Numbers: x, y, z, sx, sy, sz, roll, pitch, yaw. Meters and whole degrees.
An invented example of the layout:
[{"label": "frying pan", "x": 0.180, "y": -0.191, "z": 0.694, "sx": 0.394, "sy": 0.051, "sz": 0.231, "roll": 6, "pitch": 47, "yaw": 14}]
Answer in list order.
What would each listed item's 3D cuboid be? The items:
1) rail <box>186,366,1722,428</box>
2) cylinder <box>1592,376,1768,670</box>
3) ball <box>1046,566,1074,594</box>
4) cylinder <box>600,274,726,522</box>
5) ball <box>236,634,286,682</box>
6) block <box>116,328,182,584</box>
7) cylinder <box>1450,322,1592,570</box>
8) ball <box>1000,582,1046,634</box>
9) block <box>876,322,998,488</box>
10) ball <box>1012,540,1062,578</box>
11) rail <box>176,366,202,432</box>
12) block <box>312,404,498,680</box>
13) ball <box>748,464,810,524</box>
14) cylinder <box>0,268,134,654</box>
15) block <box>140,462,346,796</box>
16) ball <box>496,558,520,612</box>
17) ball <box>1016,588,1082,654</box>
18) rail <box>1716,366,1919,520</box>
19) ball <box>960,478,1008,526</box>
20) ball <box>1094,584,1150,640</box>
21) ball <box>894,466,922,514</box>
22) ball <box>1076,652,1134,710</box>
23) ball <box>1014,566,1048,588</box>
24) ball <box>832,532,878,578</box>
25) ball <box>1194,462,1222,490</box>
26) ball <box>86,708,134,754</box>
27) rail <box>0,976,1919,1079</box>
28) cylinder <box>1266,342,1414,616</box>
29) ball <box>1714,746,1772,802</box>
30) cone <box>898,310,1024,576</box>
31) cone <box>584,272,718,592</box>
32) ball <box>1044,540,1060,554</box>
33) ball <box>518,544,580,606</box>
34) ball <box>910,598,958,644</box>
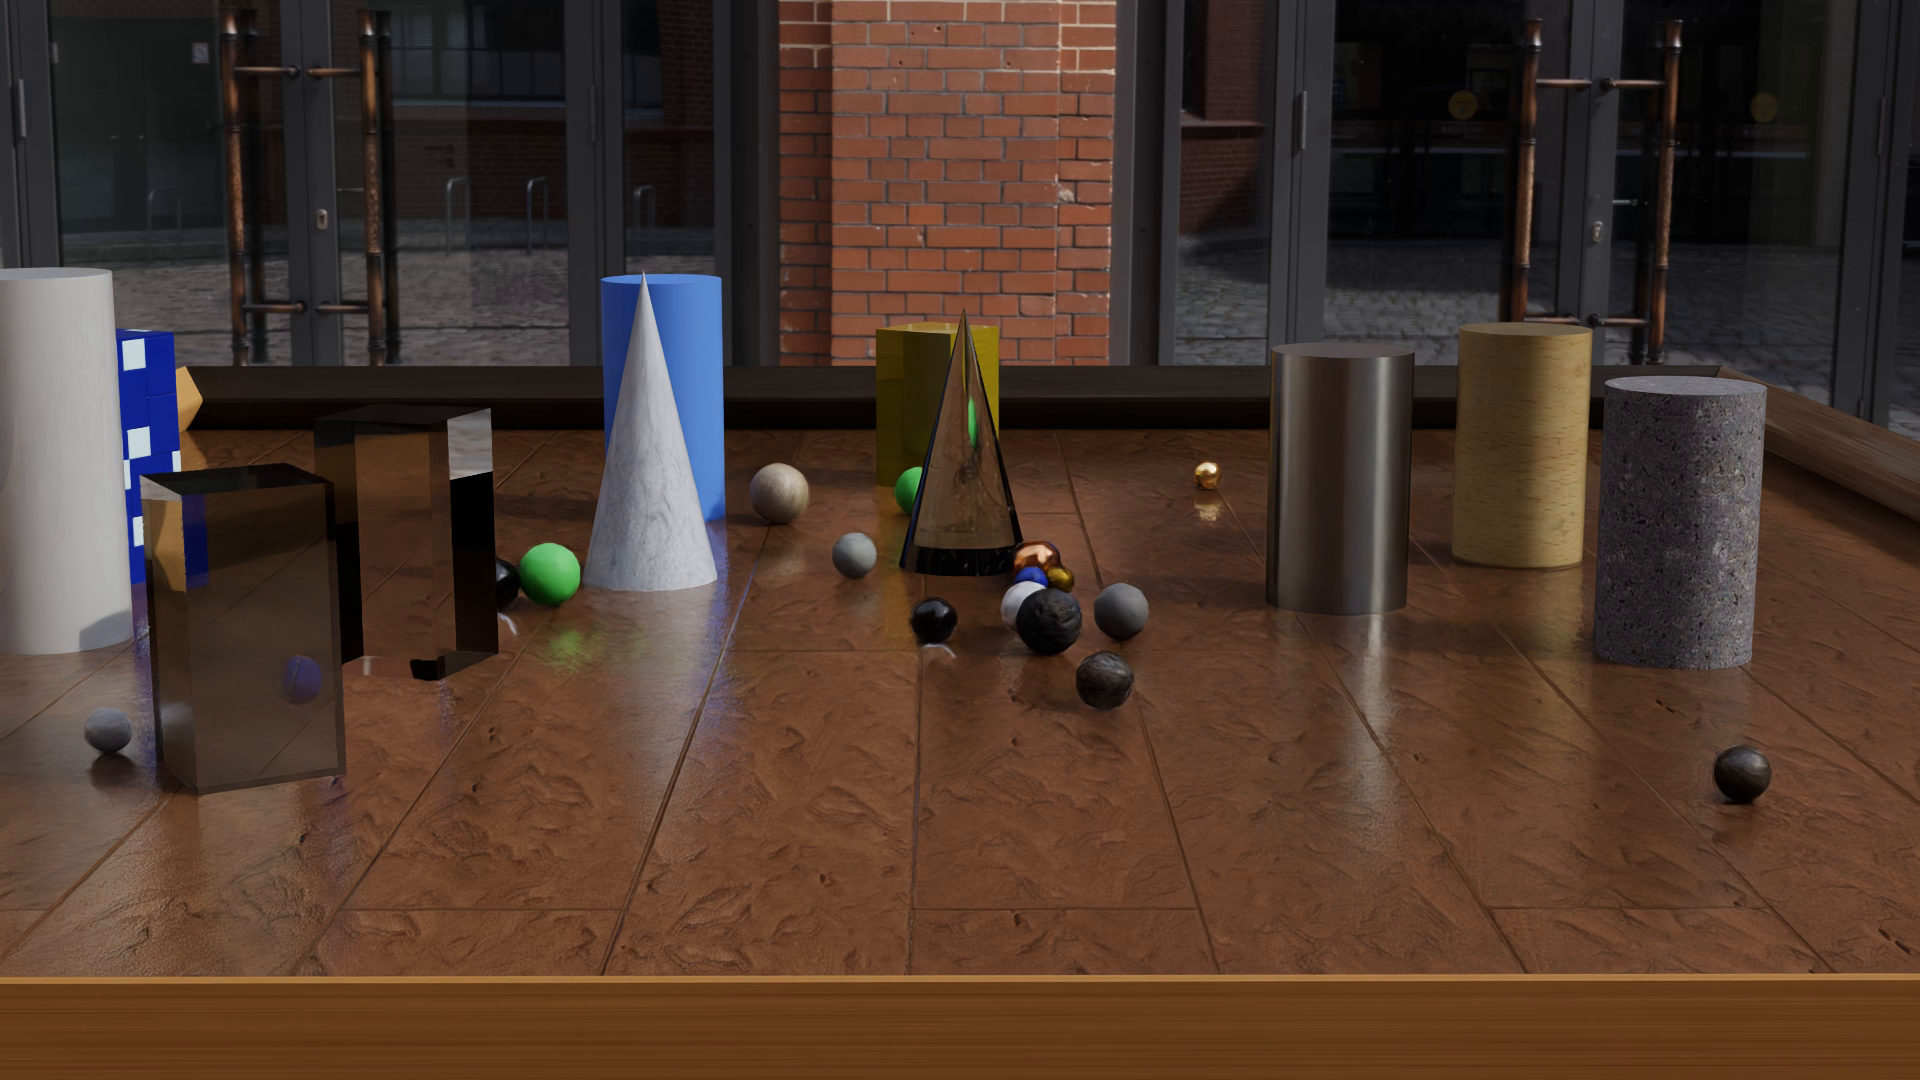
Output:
[{"label": "rail", "x": -0.010, "y": -0.285, "z": 5.154, "sx": 3.098, "sy": 0.125, "sz": 0.045, "roll": 0, "pitch": 11, "yaw": 0}, {"label": "cylinder", "x": 0.892, "y": -0.025, "z": 3.184, "sx": 0.193, "sy": 0.336, "sz": 0.193, "roll": 0, "pitch": 11, "yaw": 0}, {"label": "ball", "x": 0.137, "y": 0.057, "z": 3.550, "sx": 0.042, "sy": 0.042, "sz": 0.042, "roll": 0, "pitch": 11, "yaw": 0}, {"label": "cylinder", "x": -0.480, "y": -0.230, "z": 4.154, "sx": 0.193, "sy": 0.385, "sz": 0.193, "roll": 0, "pitch": 11, "yaw": 0}, {"label": "ball", "x": -0.769, "y": 0.130, "z": 2.824, "sx": 0.053, "sy": 0.053, "sz": 0.053, "roll": 0, "pitch": 11, "yaw": 0}, {"label": "block", "x": -1.226, "y": -0.119, "z": 3.659, "sx": 0.154, "sy": 0.349, "sz": 0.154, "roll": 5, "pitch": 12, "yaw": 27}, {"label": "cylinder", "x": 0.830, "y": -0.142, "z": 3.795, "sx": 0.193, "sy": 0.342, "sz": 0.193, "roll": 0, "pitch": 11, "yaw": 0}, {"label": "ball", "x": 0.088, "y": 0.088, "z": 3.301, "sx": 0.071, "sy": 0.071, "sz": 0.071, "roll": 0, "pitch": 11, "yaw": 0}, {"label": "block", "x": -0.039, "y": -0.234, "z": 4.479, "sx": 0.154, "sy": 0.274, "sz": 0.154, "roll": 7, "pitch": 12, "yaw": 32}, {"label": "ball", "x": 0.107, "y": 0.035, "z": 3.592, "sx": 0.070, "sy": 0.070, "sz": 0.070, "roll": 0, "pitch": 11, "yaw": 0}, {"label": "rail", "x": -1.525, "y": 0.034, "z": 3.440, "sx": 0.045, "sy": 0.125, "sz": 3.516, "roll": 0, "pitch": 11, "yaw": 0}, {"label": "block", "x": -0.674, "y": -0.001, "z": 3.131, "sx": 0.154, "sy": 0.309, "sz": 0.154, "roll": 3, "pitch": 11, "yaw": 17}, {"label": "ball", "x": -0.290, "y": -0.075, "z": 4.110, "sx": 0.096, "sy": 0.096, "sz": 0.096, "roll": 0, "pitch": 11, "yaw": 0}, {"label": "cylinder", "x": -1.161, "y": -0.104, "z": 3.251, "sx": 0.193, "sy": 0.467, "sz": 0.193, "roll": 0, "pitch": 11, "yaw": 0}, {"label": "block", "x": -0.743, "y": 0.088, "z": 2.661, "sx": 0.154, "sy": 0.306, "sz": 0.154, "roll": -7, "pitch": 12, "yaw": -32}, {"label": "ball", "x": -0.629, "y": 0.060, "z": 3.437, "sx": 0.076, "sy": 0.076, "sz": 0.076, "roll": 0, "pitch": 11, "yaw": 0}, {"label": "ball", "x": 0.112, "y": 0.101, "z": 3.200, "sx": 0.082, "sy": 0.082, "sz": 0.082, "roll": 0, "pitch": 11, "yaw": 0}, {"label": "rail", "x": 1.525, "y": 0.031, "z": 3.458, "sx": 0.045, "sy": 0.125, "sz": 3.516, "roll": 0, "pitch": 11, "yaw": 0}, {"label": "ball", "x": 0.038, "y": -0.062, "z": 4.089, "sx": 0.077, "sy": 0.077, "sz": 0.077, "roll": 0, "pitch": 11, "yaw": 0}, {"label": "ball", "x": 0.206, "y": 0.091, "z": 3.285, "sx": 0.072, "sy": 0.072, "sz": 0.072, "roll": 0, "pitch": 11, "yaw": 0}, {"label": "ball", "x": -0.066, "y": -0.079, "z": 4.176, "sx": 0.080, "sy": 0.080, "sz": 0.080, "roll": 0, "pitch": 11, "yaw": 0}, {"label": "ball", "x": 0.165, "y": 0.161, "z": 2.924, "sx": 0.067, "sy": 0.067, "sz": 0.067, "roll": 0, "pitch": 11, "yaw": 0}, {"label": "ball", "x": 0.098, "y": 0.059, "z": 3.527, "sx": 0.046, "sy": 0.046, "sz": 0.046, "roll": 0, "pitch": 11, "yaw": 0}, {"label": "ball", "x": -0.151, "y": 0.021, "z": 3.680, "sx": 0.065, "sy": 0.065, "sz": 0.065, "roll": 0, "pitch": 11, "yaw": 0}, {"label": "ball", "x": 0.428, "y": -0.112, "z": 4.440, "sx": 0.048, "sy": 0.048, "sz": 0.048, "roll": 0, "pitch": 11, "yaw": 0}, {"label": "ball", "x": -0.909, "y": 0.204, "z": 2.743, "sx": 0.048, "sy": 0.048, "sz": 0.048, "roll": 0, "pitch": 11, "yaw": 0}, {"label": "rail", "x": 0.010, "y": 0.349, "z": 1.744, "sx": 3.098, "sy": 0.125, "sz": 0.045, "roll": 0, "pitch": 11, "yaw": 0}, {"label": "cylinder", "x": 0.516, "y": -0.087, "z": 3.491, "sx": 0.193, "sy": 0.345, "sz": 0.193, "roll": 0, "pitch": 11, "yaw": 0}, {"label": "ball", "x": 0.782, "y": 0.233, "z": 2.564, "sx": 0.056, "sy": 0.056, "sz": 0.056, "roll": 0, "pitch": 11, "yaw": 0}, {"label": "cone", "x": 0.006, "y": -0.152, "z": 3.748, "sx": 0.193, "sy": 0.381, "sz": 0.193, "roll": 0, "pitch": 11, "yaw": 0}, {"label": "cone", "x": -0.444, "y": -0.162, "z": 3.638, "sx": 0.193, "sy": 0.440, "sz": 0.193, "roll": 0, "pitch": 11, "yaw": 0}, {"label": "ball", "x": 0.115, "y": 0.028, "z": 3.668, "sx": 0.056, "sy": 0.056, "sz": 0.056, "roll": 0, "pitch": 11, "yaw": 0}, {"label": "ball", "x": -0.555, "y": 0.046, "z": 3.469, "sx": 0.084, "sy": 0.084, "sz": 0.084, "roll": 0, "pitch": 11, "yaw": 0}, {"label": "ball", "x": -0.033, "y": 0.102, "z": 3.256, "sx": 0.060, "sy": 0.060, "sz": 0.060, "roll": 0, "pitch": 11, "yaw": 0}]
